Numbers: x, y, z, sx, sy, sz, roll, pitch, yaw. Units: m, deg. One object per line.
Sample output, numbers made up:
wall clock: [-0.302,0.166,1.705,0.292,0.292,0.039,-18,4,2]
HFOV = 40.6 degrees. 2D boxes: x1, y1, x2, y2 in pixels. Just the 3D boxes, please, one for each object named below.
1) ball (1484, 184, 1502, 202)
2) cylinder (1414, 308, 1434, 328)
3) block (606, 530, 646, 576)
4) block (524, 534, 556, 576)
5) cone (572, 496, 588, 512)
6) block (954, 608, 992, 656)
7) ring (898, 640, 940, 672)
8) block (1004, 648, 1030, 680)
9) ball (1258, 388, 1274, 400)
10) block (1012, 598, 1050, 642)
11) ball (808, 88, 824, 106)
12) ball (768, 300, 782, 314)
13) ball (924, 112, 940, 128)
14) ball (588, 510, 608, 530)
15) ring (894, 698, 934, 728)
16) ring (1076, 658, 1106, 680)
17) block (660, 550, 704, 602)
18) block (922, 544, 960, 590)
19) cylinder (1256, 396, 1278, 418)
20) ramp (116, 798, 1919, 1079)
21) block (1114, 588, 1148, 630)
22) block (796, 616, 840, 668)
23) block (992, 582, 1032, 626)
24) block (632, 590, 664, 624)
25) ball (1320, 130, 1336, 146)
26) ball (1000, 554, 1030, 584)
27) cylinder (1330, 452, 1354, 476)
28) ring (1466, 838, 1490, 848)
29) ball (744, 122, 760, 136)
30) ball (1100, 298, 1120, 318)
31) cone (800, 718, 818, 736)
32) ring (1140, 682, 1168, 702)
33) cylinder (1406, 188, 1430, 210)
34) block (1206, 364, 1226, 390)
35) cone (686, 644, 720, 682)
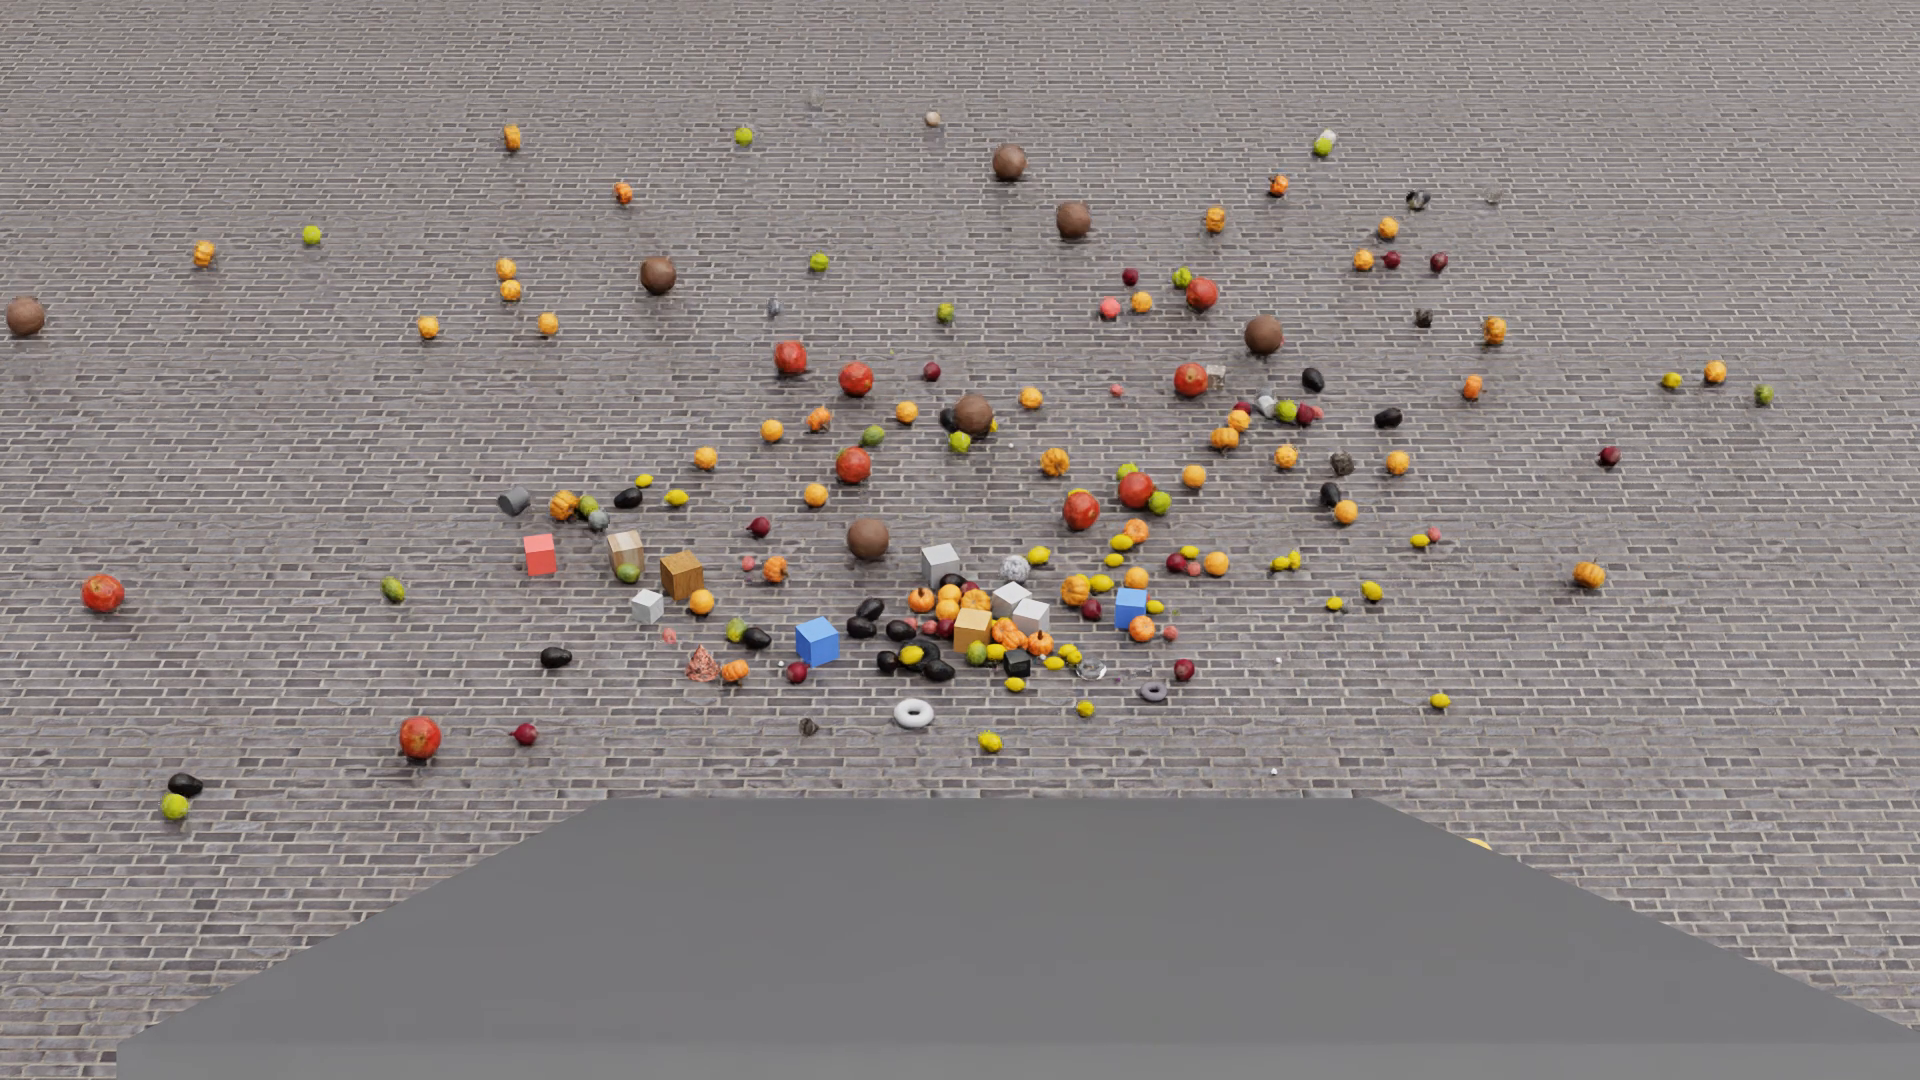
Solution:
ball: [2.000,-1.299,9.735,0.066,0.066,0.066,0,35,0]
cylinder: [1.605,-0.768,8.990,0.054,0.054,0.054,16,37,8]
block: [-1.004,0.040,7.807,0.091,0.091,0.091,-11,36,-15]
block: [-1.262,0.044,7.808,0.085,0.085,0.085,-8,36,-11]
cone: [-1.169,-0.101,8.067,0.053,0.053,0.053,47,49,7]
block: [0.038,0.265,7.487,0.092,0.092,0.092,8,36,11]
ring: [-0.117,0.331,7.437,0.123,0.041,0.123,0,39,0]
block: [0.162,0.352,7.391,0.060,0.060,0.060,-10,36,-14]
ball: [1.008,-0.474,8.572,0.054,0.054,0.054,0,35,0]
block: [0.206,0.233,7.541,0.083,0.083,0.083,14,37,19]
ball: [-0.576,-1.775,10.412,0.068,0.068,0.068,0,35,0]
ball: [-0.645,-0.810,9.054,0.050,0.050,0.050,0,35,0]
ball: [-0.110,-1.660,10.253,0.062,0.062,0.062,0,35,0]
ball: [-1.113,-0.061,7.979,0.061,0.061,0.061,0,35,0]
ring: [-0.129,0.483,7.225,0.111,0.037,0.111,1,34,-1]
ring: [0.373,0.367,7.397,0.087,0.029,0.087,-1,36,1]
block: [-0.825,0.104,7.712,0.096,0.096,0.096,-18,39,-24]
block: [-0.058,0.078,7.755,0.090,0.090,0.090,-11,37,-16]
cylinder: [1.009,-0.438,8.520,0.055,0.055,0.055,-12,37,-16]
ramp: [0.077,0.665,4.838,2.000,0.100,4.000,0,-2,0]
block: [0.499,0.201,7.584,0.084,0.084,0.084,5,35,7]
block: [-0.409,0.293,7.448,0.091,0.091,0.091,-20,40,-25]
block: [0.153,0.187,7.607,0.082,0.082,0.082,-27,43,-33]
block: [-0.915,0.196,7.608,0.066,0.066,0.066,17,39,23]
ball: [1.433,-1.566,10.119,0.063,0.063,0.063,0,35,0]
ball: [0.165,0.088,7.743,0.088,0.088,0.088,0,35,0]
cylinder: [1.211,-0.242,8.238,0.057,0.057,0.057,-7,36,-10]
ring: [1.333,0.817,6.752,0.105,0.035,0.105,-1,36,1]
ball: [-0.817,-1.609,10.185,0.058,0.058,0.058,0,35,0]
ball: [0.523,-0.807,9.035,0.067,0.067,0.067,0,35,0]
cone: [-0.407,0.516,7.189,0.053,0.053,0.053,30,18,36]
ring: [0.546,0.426,7.315,0.078,0.026,0.078,1,35,-1]
cylinder: [1.710,-1.272,9.693,0.060,0.060,0.060,-30,45,-32]
block: [0.852,-0.541,8.663,0.060,0.060,0.060,5,35,7]
cone: [-0.735,0.333,7.384,0.099,0.099,0.099,0,35,0]
